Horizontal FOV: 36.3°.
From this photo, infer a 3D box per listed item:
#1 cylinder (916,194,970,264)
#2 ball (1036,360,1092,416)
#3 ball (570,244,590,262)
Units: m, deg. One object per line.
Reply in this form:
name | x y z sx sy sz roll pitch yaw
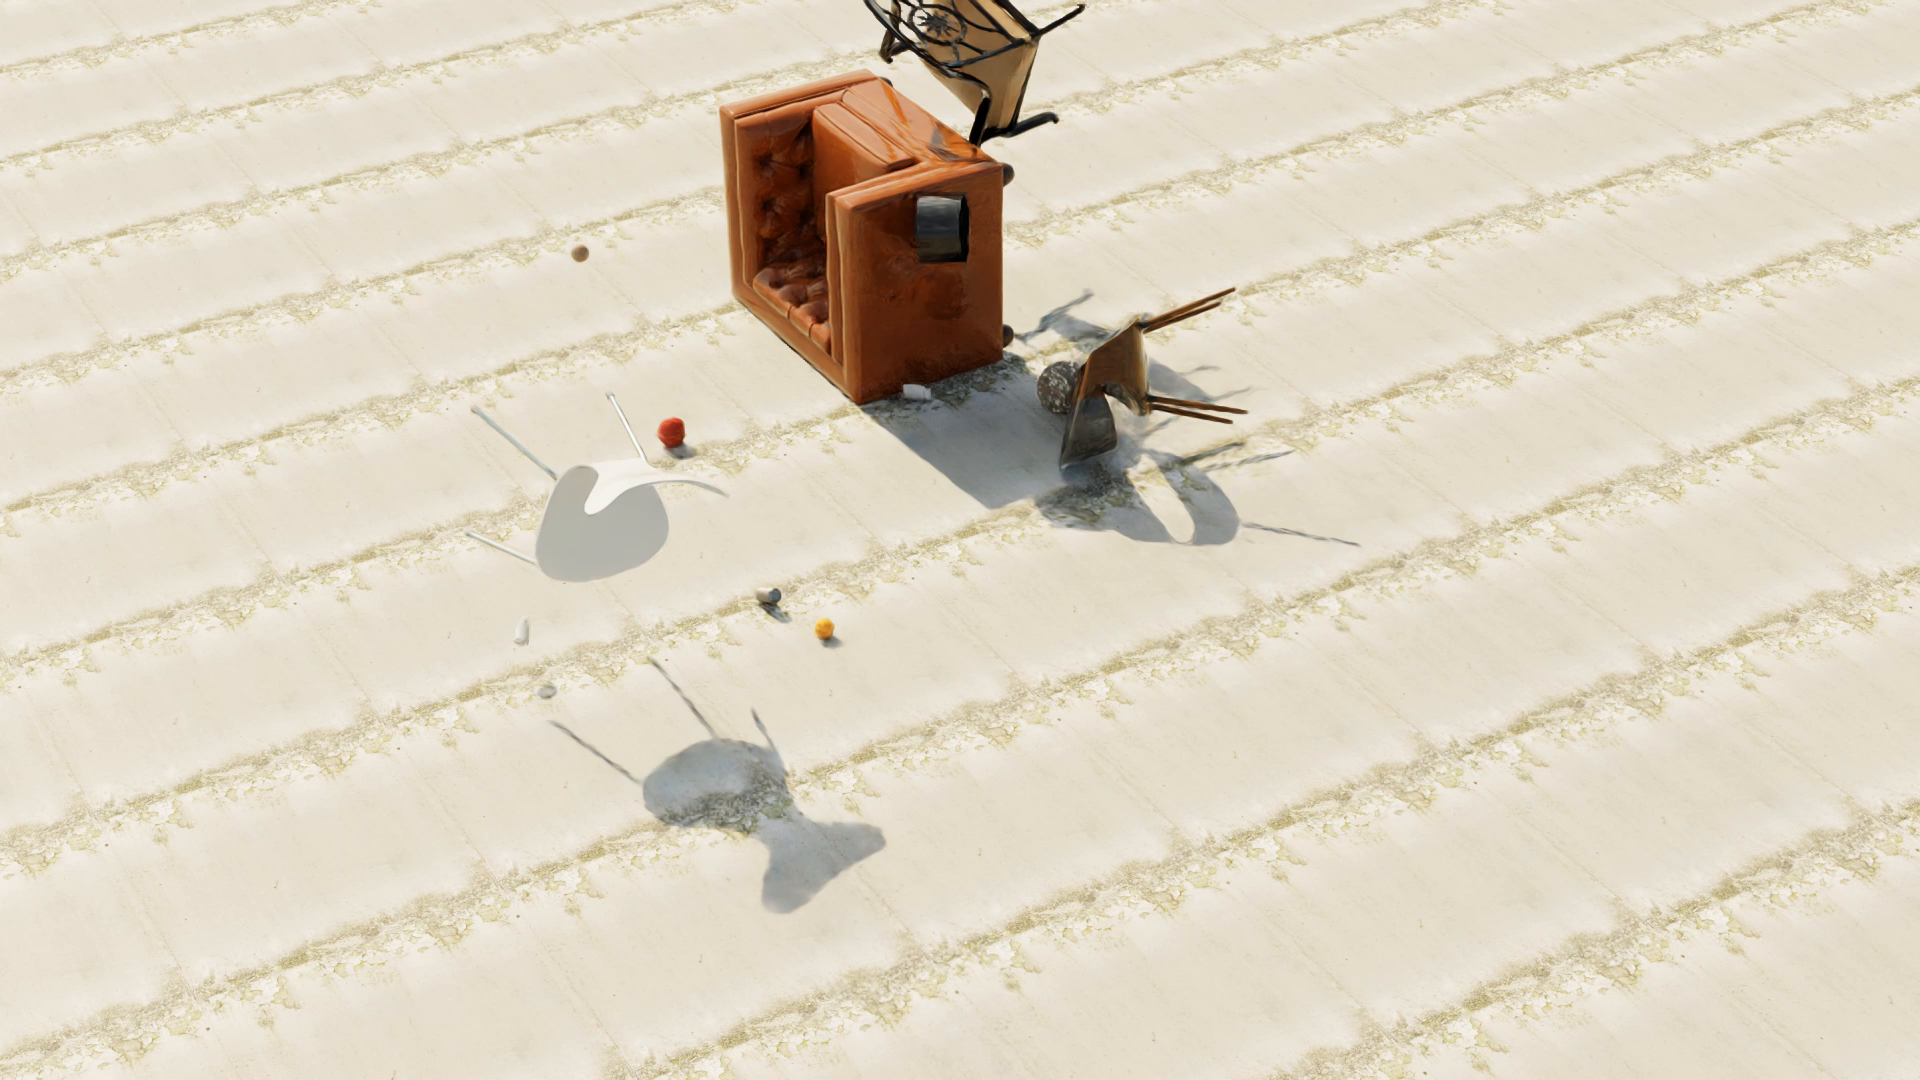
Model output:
cylinder | -0.066 -1.199 11.309 0.168 0.257 0.313 -1 18 7
ball | 0.415 -0.605 11.665 0.218 0.218 0.218 0 33 0
ball | -1.513 -1.143 11.671 0.074 0.074 0.074 0 33 0
